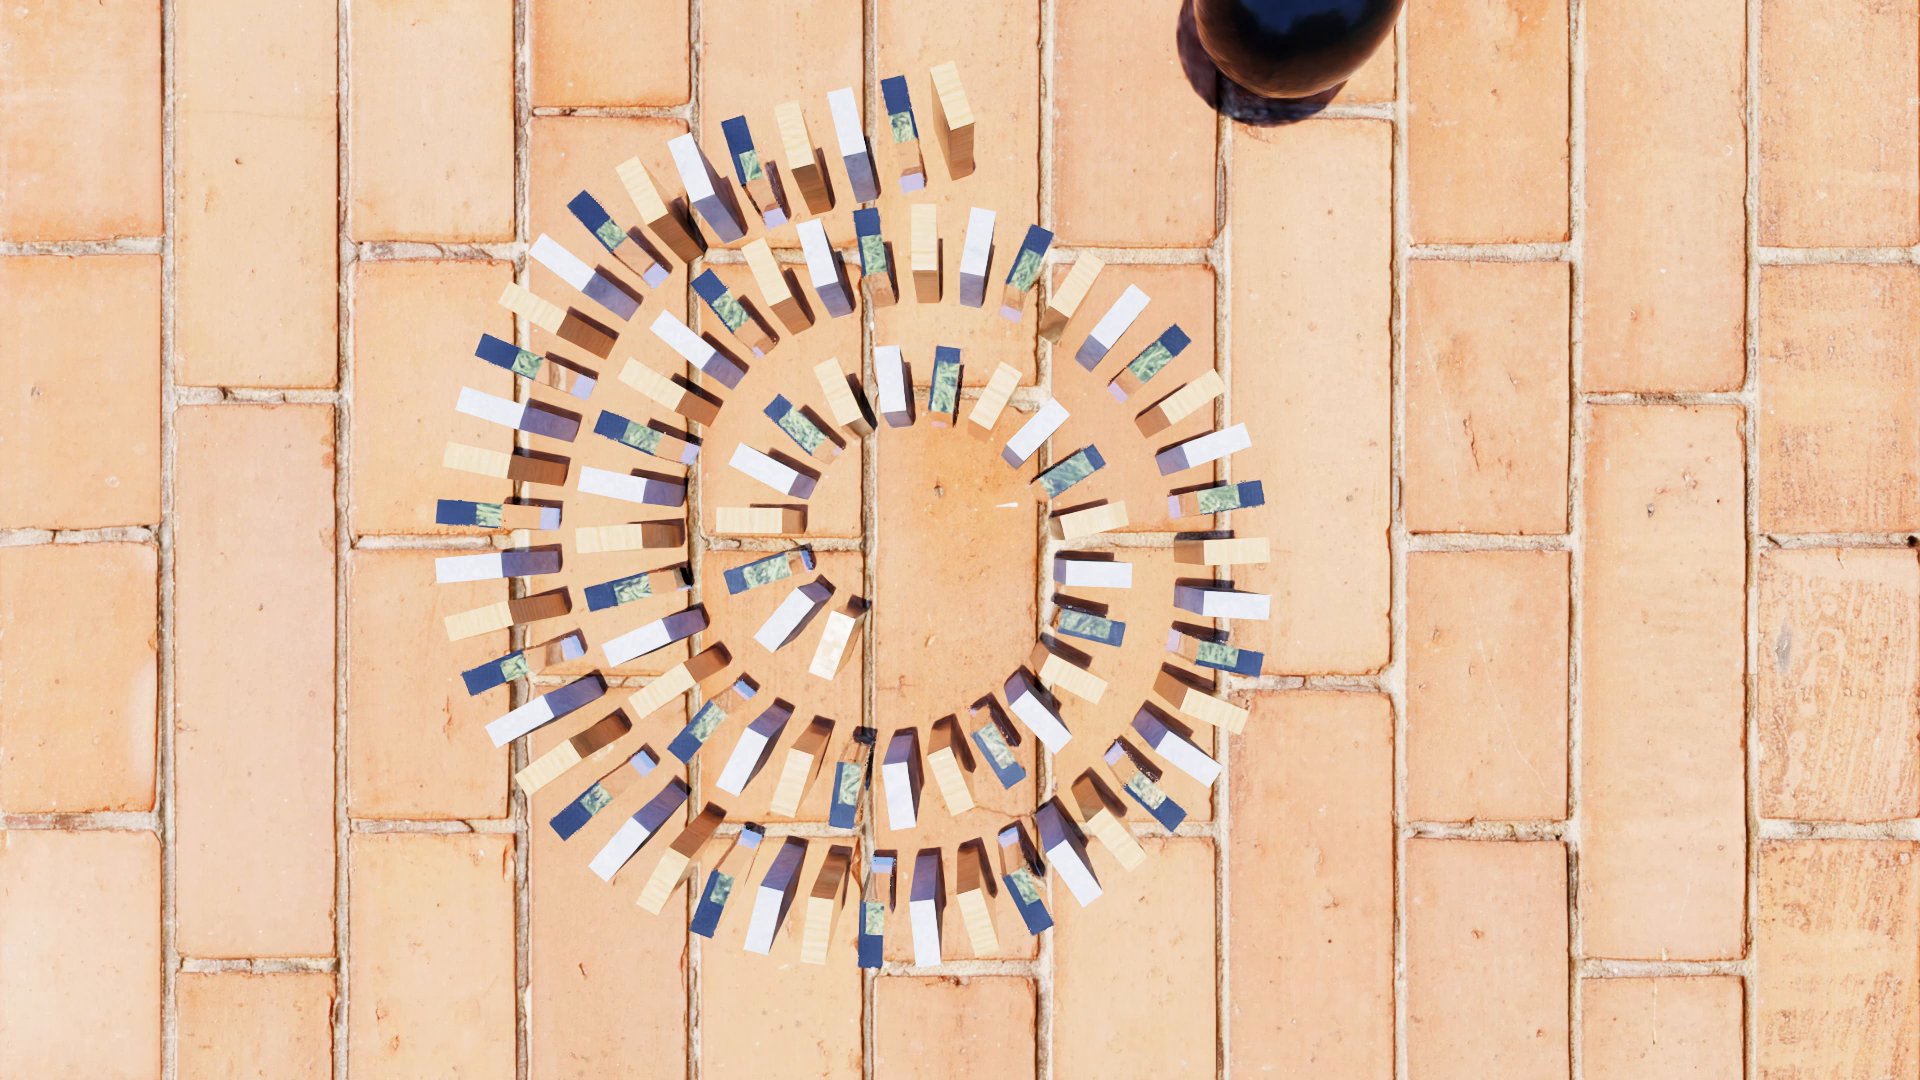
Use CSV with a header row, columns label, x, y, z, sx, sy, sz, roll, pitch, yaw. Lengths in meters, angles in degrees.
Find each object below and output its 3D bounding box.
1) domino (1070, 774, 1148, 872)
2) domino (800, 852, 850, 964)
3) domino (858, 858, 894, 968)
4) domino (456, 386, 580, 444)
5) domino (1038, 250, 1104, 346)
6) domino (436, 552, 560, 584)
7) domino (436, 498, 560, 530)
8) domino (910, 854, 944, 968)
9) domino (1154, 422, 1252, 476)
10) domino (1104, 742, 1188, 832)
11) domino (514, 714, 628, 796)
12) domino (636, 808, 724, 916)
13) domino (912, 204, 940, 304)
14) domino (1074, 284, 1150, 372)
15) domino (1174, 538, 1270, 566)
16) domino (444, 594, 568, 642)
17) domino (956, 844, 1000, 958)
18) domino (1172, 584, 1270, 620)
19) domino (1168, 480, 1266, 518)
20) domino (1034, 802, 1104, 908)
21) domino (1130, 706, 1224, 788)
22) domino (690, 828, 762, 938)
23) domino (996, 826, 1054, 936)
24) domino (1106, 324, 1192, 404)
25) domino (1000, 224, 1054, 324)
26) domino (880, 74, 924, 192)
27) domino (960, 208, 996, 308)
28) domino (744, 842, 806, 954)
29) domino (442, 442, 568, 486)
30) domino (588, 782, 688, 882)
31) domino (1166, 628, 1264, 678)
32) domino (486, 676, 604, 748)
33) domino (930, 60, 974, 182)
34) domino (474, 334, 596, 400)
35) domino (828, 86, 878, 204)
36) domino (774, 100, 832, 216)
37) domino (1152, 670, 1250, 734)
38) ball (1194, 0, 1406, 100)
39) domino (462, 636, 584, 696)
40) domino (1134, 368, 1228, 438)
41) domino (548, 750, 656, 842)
label,x,y,z,sx,sy,sz,roll,pitch,yaw
domino,0.060,0.115,0.375,0.009,0.050,0.025,-41,90,0
domino,-0.055,0.149,0.375,0.009,0.050,0.025,8,90,0
domino,-0.034,0.151,0.375,0.010,0.050,0.025,2,90,0
domino,-0.179,-0.051,0.375,0.025,0.050,0.010,17,90,0
domino,0.045,-0.098,0.375,0.010,0.050,0.025,33,90,0
domino,-0.188,0.011,0.375,0.025,0.050,0.010,-5,90,0
domino,-0.188,-0.010,0.375,0.025,0.050,0.009,5,90,0
domino,-0.013,0.150,0.375,0.010,0.050,0.025,-6,90,0
domino,0.098,-0.036,0.375,0.025,0.050,0.010,-20,90,0
domino,0.075,0.100,0.375,0.025,0.050,0.010,42,90,0
domino,-0.157,0.087,0.375,0.025,0.050,0.009,-34,90,0
domino,-0.114,0.130,0.375,0.009,0.050,0.025,30,90,0
domino,-0.014,-0.116,0.375,0.009,0.050,0.025,0,90,0
domino,0.061,-0.085,0.375,0.009,0.050,0.025,40,90,0
domino,0.106,0.004,0.375,0.025,0.050,0.010,-3,90,0
domino,-0.184,0.031,0.375,0.025,0.050,0.009,-15,90,0
domino,0.007,0.146,0.375,0.009,0.050,0.025,-17,90,0
domino,0.106,0.025,0.375,0.025,0.050,0.009,4,90,0
domino,0.104,-0.016,0.375,0.025,0.050,0.009,-10,90,0
domino,0.044,0.127,0.375,0.010,0.050,0.025,-35,90,0
domino,0.087,0.084,0.375,0.025,0.050,0.010,34,90,0
domino,-0.095,0.139,0.375,0.009,0.050,0.025,21,90,0
domino,0.026,0.138,0.375,0.009,0.050,0.025,-28,90,0
domino,0.076,-0.071,0.375,0.025,0.050,0.009,-42,90,0
domino,0.027,-0.108,0.375,0.009,0.050,0.025,24,90,0
domino,-0.023,-0.165,0.375,0.009,0.050,0.025,-13,90,0
domino,0.007,-0.114,0.375,0.009,0.050,0.025,11,90,0
domino,-0.075,0.145,0.375,0.010,0.050,0.025,14,90,0
domino,-0.185,-0.031,0.375,0.025,0.050,0.010,12,90,0
domino,-0.130,0.118,0.375,0.009,0.050,0.025,41,90,0
domino,0.103,0.046,0.375,0.025,0.050,0.010,11,90,0
domino,-0.168,0.069,0.375,0.025,0.050,0.009,-29,90,0
domino,-0.003,-0.170,0.375,0.010,0.050,0.025,-19,90,0
domino,-0.172,-0.070,0.375,0.025,0.050,0.010,23,90,0
domino,-0.043,-0.160,0.375,0.009,0.050,0.025,-13,90,0
domino,-0.063,-0.155,0.375,0.009,0.050,0.025,-15,90,0
domino,0.097,0.065,0.375,0.025,0.050,0.010,22,90,0
ball,0.133,-0.217,0.360,0.080,0.080,0.080,0,90,0
domino,-0.177,0.051,0.375,0.025,0.050,0.009,-22,90,0
domino,0.089,-0.055,0.375,0.025,0.050,0.009,-33,90,0
domino,-0.145,0.103,0.375,0.025,0.050,0.009,-41,90,0
